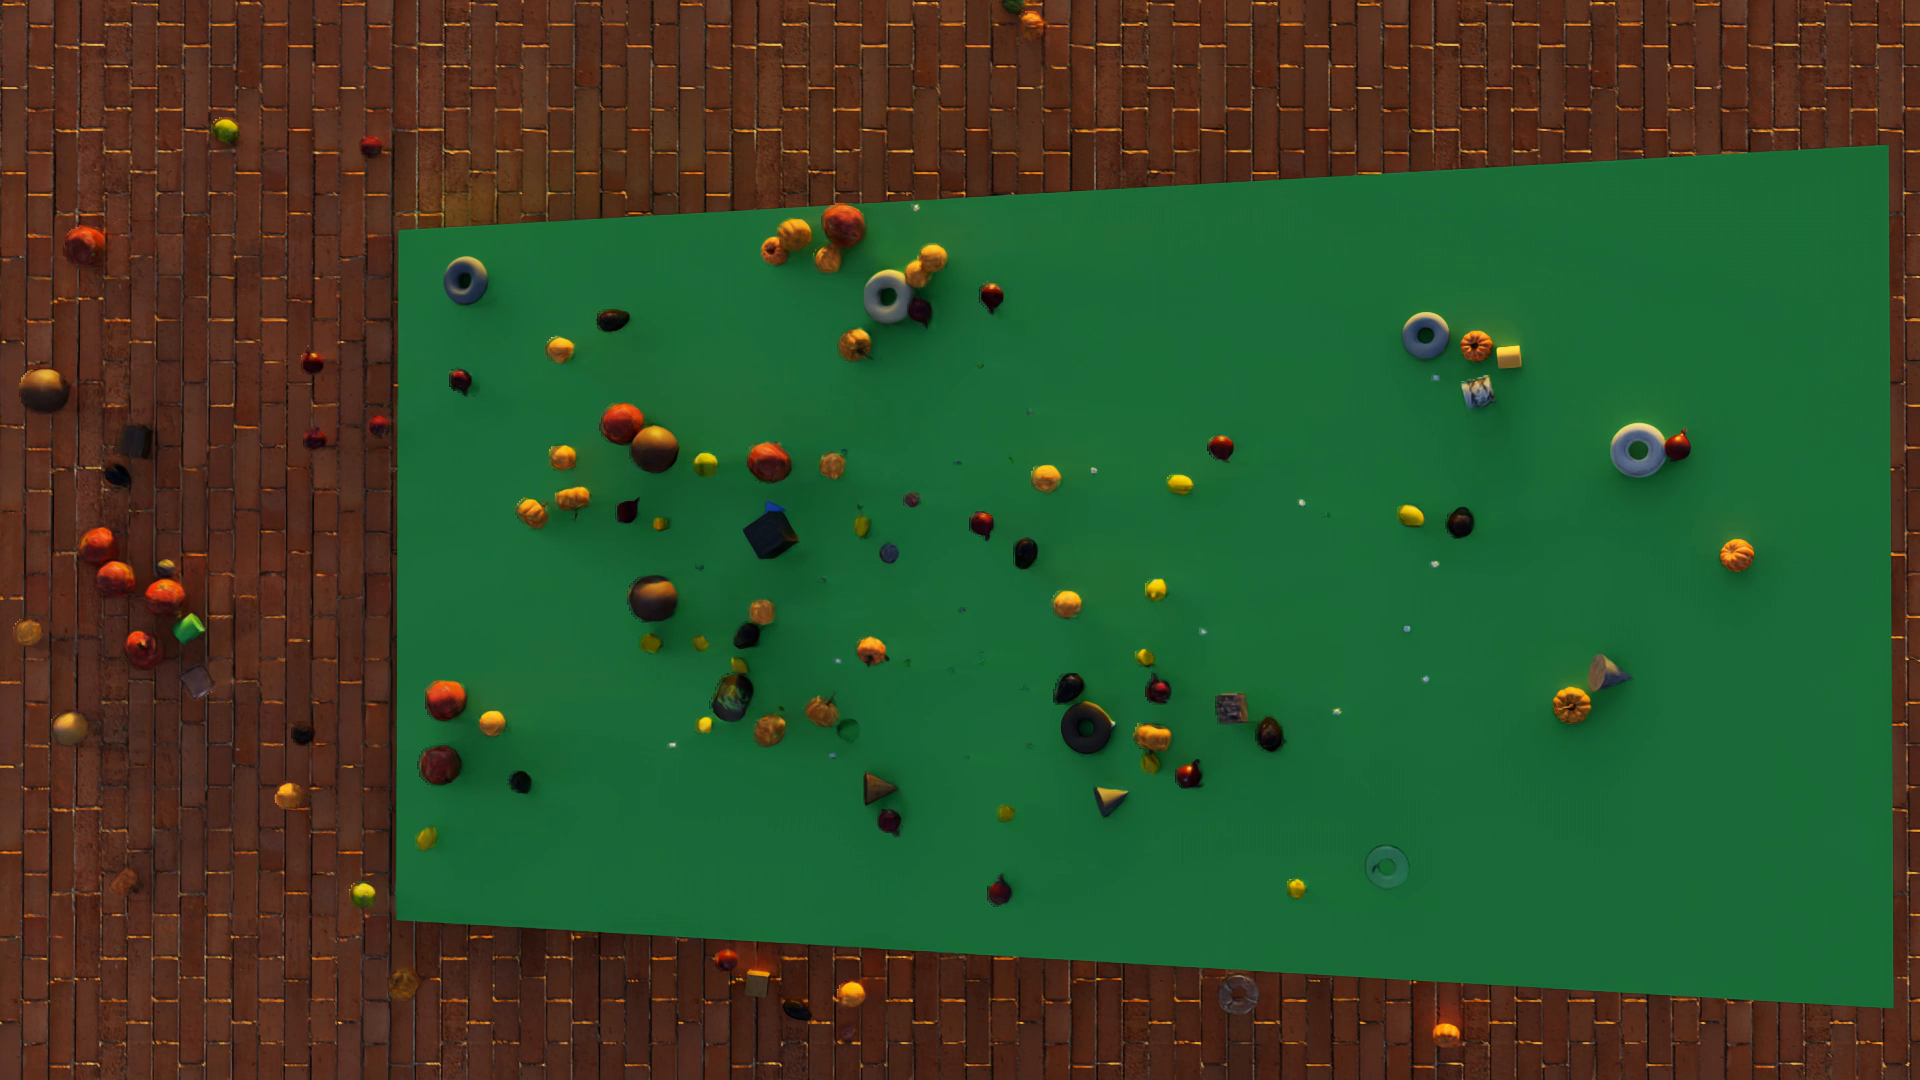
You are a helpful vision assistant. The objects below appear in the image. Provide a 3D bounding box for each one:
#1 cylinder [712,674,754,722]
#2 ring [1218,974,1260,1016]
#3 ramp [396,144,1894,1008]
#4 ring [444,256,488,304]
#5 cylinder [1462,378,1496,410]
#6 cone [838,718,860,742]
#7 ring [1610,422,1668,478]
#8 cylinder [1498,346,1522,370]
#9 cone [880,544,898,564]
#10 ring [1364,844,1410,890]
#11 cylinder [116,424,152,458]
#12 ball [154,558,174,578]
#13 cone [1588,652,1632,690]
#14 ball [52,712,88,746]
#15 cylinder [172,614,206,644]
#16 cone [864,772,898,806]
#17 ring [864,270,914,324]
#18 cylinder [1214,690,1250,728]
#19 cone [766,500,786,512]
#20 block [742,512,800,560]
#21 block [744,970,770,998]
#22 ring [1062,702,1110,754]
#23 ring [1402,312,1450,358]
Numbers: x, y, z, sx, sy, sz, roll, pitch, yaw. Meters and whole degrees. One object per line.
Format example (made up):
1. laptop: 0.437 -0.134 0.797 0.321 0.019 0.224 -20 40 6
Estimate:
1. cylinder: -0.615 0.428 5.958 0.091 0.091 0.091 6 126 9
2. ring: 0.814 1.329 6.433 0.124 0.041 0.124 0 90 -1
3. ramp: 0.278 0.091 5.781 4.000 0.100 2.000 0 89 19
4. ring: -1.414 -0.741 6.289 0.139 0.046 0.139 -1 88 19
5. cylinder: 1.265 -0.357 5.365 0.065 0.065 0.065 -14 89 18
6. cone: -0.310 0.513 5.887 0.066 0.066 0.066 0 89 19
7. ring: 1.621 -0.214 5.253 0.131 0.044 0.131 1 92 22
8. cylinder: 1.336 -0.444 5.349 0.052 0.052 0.052 -4 89 19
9. cone: -0.198 0.036 5.861 0.055 0.055 0.055 0 89 19
10. ring: 1.056 0.808 5.435 0.112 0.037 0.112 0 90 18
11. cylinder: -2.415 -0.289 6.432 0.088 0.088 0.088 12 89 0
12. ball: -2.330 0.083 6.443 0.056 0.056 0.056 0 89 0
13. cone: 1.569 0.323 5.265 0.092 0.092 0.092 9 89 -8
14. ball: -2.595 0.550 6.416 0.098 0.098 0.098 0 89 0
15. cylinder: -2.258 0.261 6.435 0.066 0.066 0.066 -33 89 0
16. cone: -0.206 0.663 5.863 0.092 0.092 0.092 1 89 -8
17. ring: -0.190 -0.648 5.872 0.146 0.049 0.146 -1 88 20
18. cylinder: 0.687 0.425 5.546 0.073 0.073 0.073 -16 69 0
19. cone: -0.499 -0.082 5.981 0.054 0.054 0.054 -2 89 -8
20. block: -0.511 -0.013 5.948 0.093 0.093 0.093 -34 79 15
21. block: -0.592 1.296 6.423 0.062 0.062 0.062 7 89 0
22. ring: 0.326 0.486 5.682 0.135 0.045 0.135 1 92 22
23. ring: 1.148 -0.504 5.421 0.116 0.039 0.116 0 91 18
